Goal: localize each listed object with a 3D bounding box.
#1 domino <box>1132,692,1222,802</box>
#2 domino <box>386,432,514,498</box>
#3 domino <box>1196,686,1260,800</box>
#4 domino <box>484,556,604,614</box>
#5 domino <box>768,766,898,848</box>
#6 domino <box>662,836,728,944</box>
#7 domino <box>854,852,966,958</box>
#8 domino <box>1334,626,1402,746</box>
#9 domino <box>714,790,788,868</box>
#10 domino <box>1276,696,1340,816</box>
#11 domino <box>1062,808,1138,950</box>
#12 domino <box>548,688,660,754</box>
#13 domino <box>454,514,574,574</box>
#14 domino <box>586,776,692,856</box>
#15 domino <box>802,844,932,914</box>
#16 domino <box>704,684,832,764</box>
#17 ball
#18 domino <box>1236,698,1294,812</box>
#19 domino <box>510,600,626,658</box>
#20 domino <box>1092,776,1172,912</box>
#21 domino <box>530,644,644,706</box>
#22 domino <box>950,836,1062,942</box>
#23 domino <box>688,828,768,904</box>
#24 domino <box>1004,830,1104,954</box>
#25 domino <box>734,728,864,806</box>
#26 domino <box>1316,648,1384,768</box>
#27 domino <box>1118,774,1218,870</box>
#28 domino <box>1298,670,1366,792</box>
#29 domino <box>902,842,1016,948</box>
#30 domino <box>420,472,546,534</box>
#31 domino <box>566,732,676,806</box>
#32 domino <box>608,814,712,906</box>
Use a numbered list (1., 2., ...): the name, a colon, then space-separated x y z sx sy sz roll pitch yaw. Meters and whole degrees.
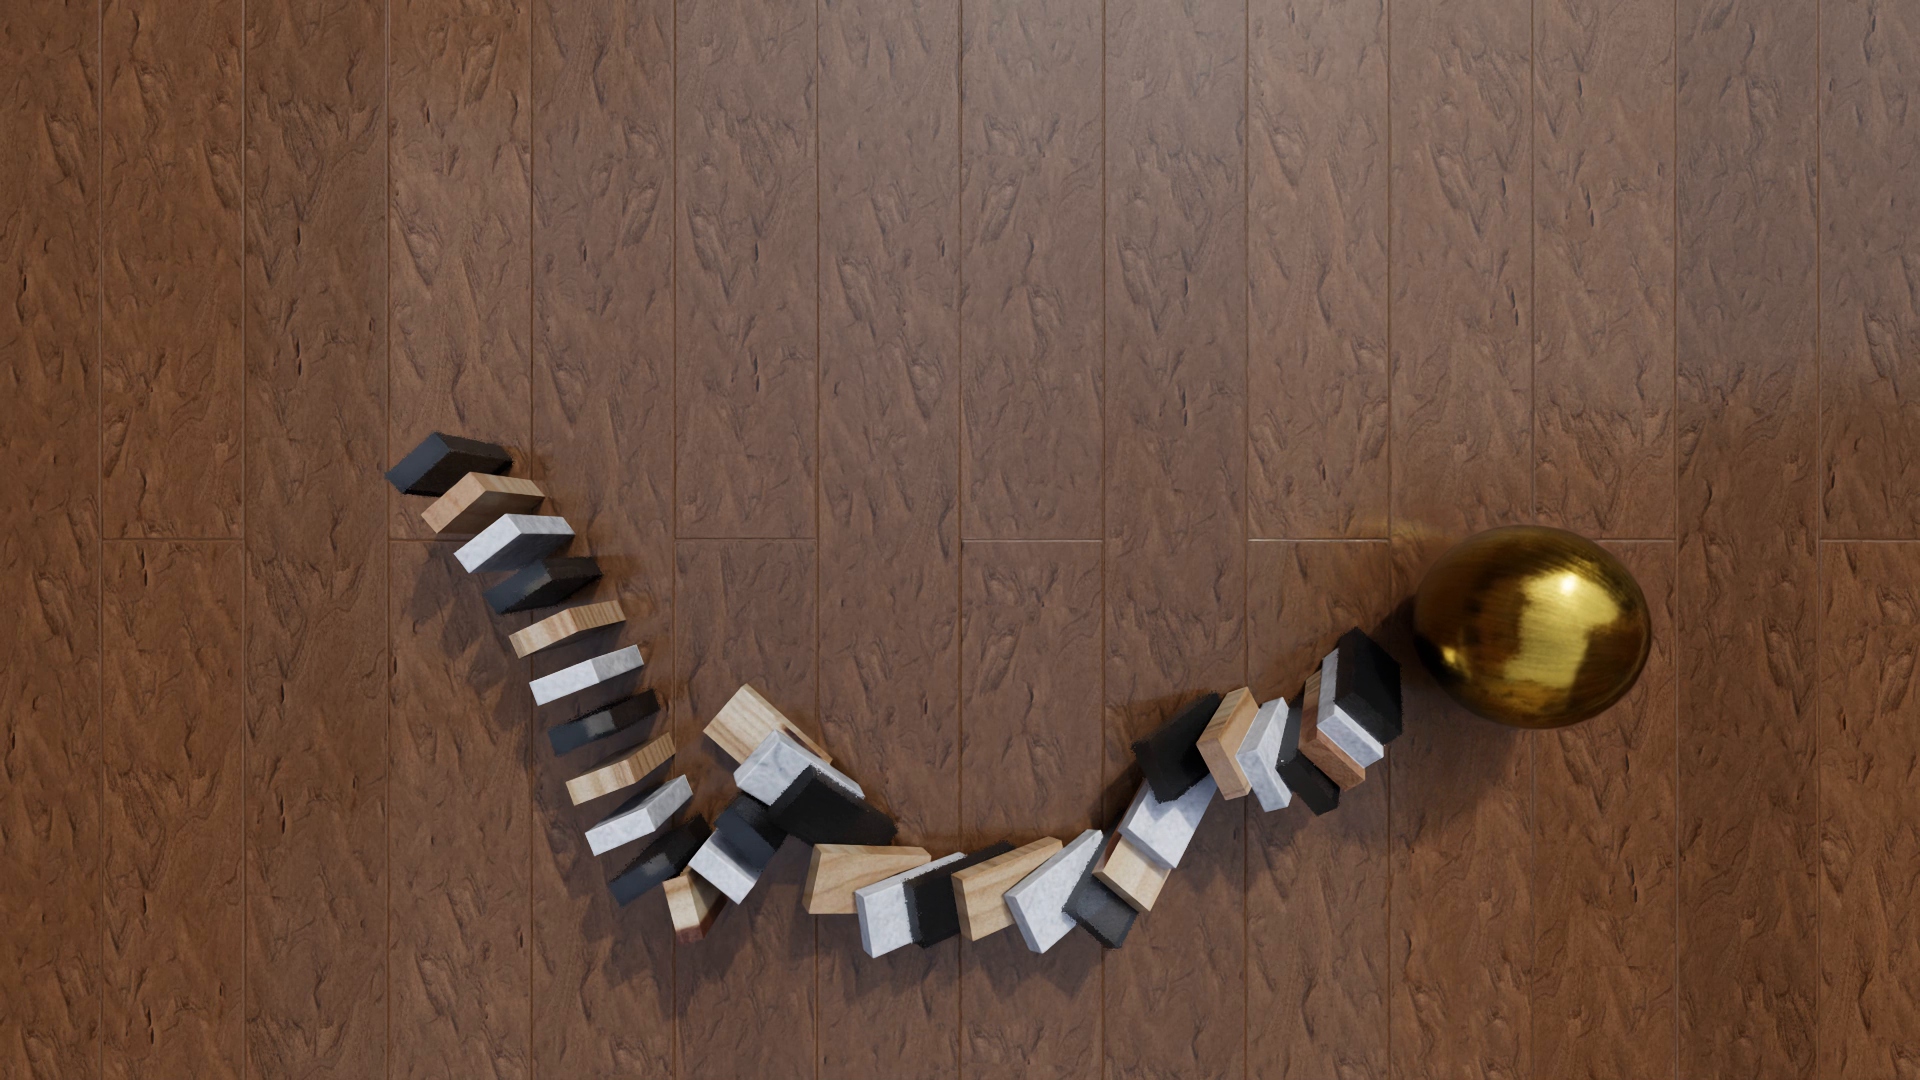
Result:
1. domino: 0.095 0.085 0.380 0.050 0.009 0.025 -22 84 -39
2. domino: -0.207 -0.029 0.375 0.025 0.050 0.010 -42 90 0
3. domino: 0.114 0.082 0.377 0.010 0.050 0.025 -28 90 34
4. domino: -0.169 0.018 0.375 0.025 0.050 0.009 -33 90 0
5. domino: -0.053 0.118 0.383 0.025 0.010 0.050 -47 120 0
6. domino: -0.106 0.141 0.375 0.009 0.050 0.025 -15 90 0
7. domino: -0.018 0.152 0.383 0.050 0.010 0.025 -10 93 -30
8. domino: 0.168 0.059 0.377 0.025 0.050 0.010 42 124 0
9. domino: -0.082 0.114 0.375 0.025 0.050 0.009 45 91 0
10. domino: 0.145 0.087 0.377 0.025 0.050 0.010 49 125 -1
11. domino: 0.067 0.141 0.383 0.025 0.010 0.050 41 59 -2
12. domino: -0.144 0.074 0.375 0.025 0.050 0.010 -20 90 0
13. domino: -0.181 0.001 0.375 0.025 0.050 0.009 -38 90 0
14. domino: -0.130 0.112 0.375 0.025 0.050 0.010 -23 90 0
15. domino: -0.039 0.142 0.384 0.050 0.009 0.025 12 90 -27
16. domino: -0.083 0.088 0.395 0.050 0.010 0.025 41 90 0
17. ball: 0.222 0.034 0.360 0.080 0.080 0.080 0 90 0
18. domino: 0.129 0.087 0.377 0.010 0.050 0.025 -28 90 34
19. domino: -0.159 0.036 0.375 0.025 0.050 0.009 -25 90 0
20. domino: 0.078 0.126 0.383 0.025 0.010 0.050 40 59 -2
21. domino: -0.151 0.054 0.375 0.025 0.050 0.010 -21 90 0
22. domino: 0.022 0.145 0.383 0.050 0.010 0.025 -10 90 -30
23. domino: -0.091 0.128 0.375 0.025 0.050 0.010 38 90 0
24. domino: 0.044 0.146 0.383 0.050 0.009 0.025 -26 90 -33
25. domino: -0.067 0.103 0.383 0.025 0.010 0.050 -48 120 -1
26. domino: 0.161 0.068 0.377 0.025 0.050 0.010 42 124 0
27. domino: 0.089 0.109 0.383 0.025 0.009 0.050 40 59 0
28. domino: 0.154 0.077 0.377 0.025 0.050 0.010 42 124 0
29. domino: 0.002 0.148 0.383 0.050 0.010 0.025 -11 92 -30
30. domino: -0.194 -0.014 0.375 0.025 0.050 0.009 -41 90 0
31. domino: -0.137 0.093 0.375 0.025 0.050 0.010 -20 90 0
32. domino: -0.121 0.130 0.375 0.025 0.050 0.009 -32 90 0
